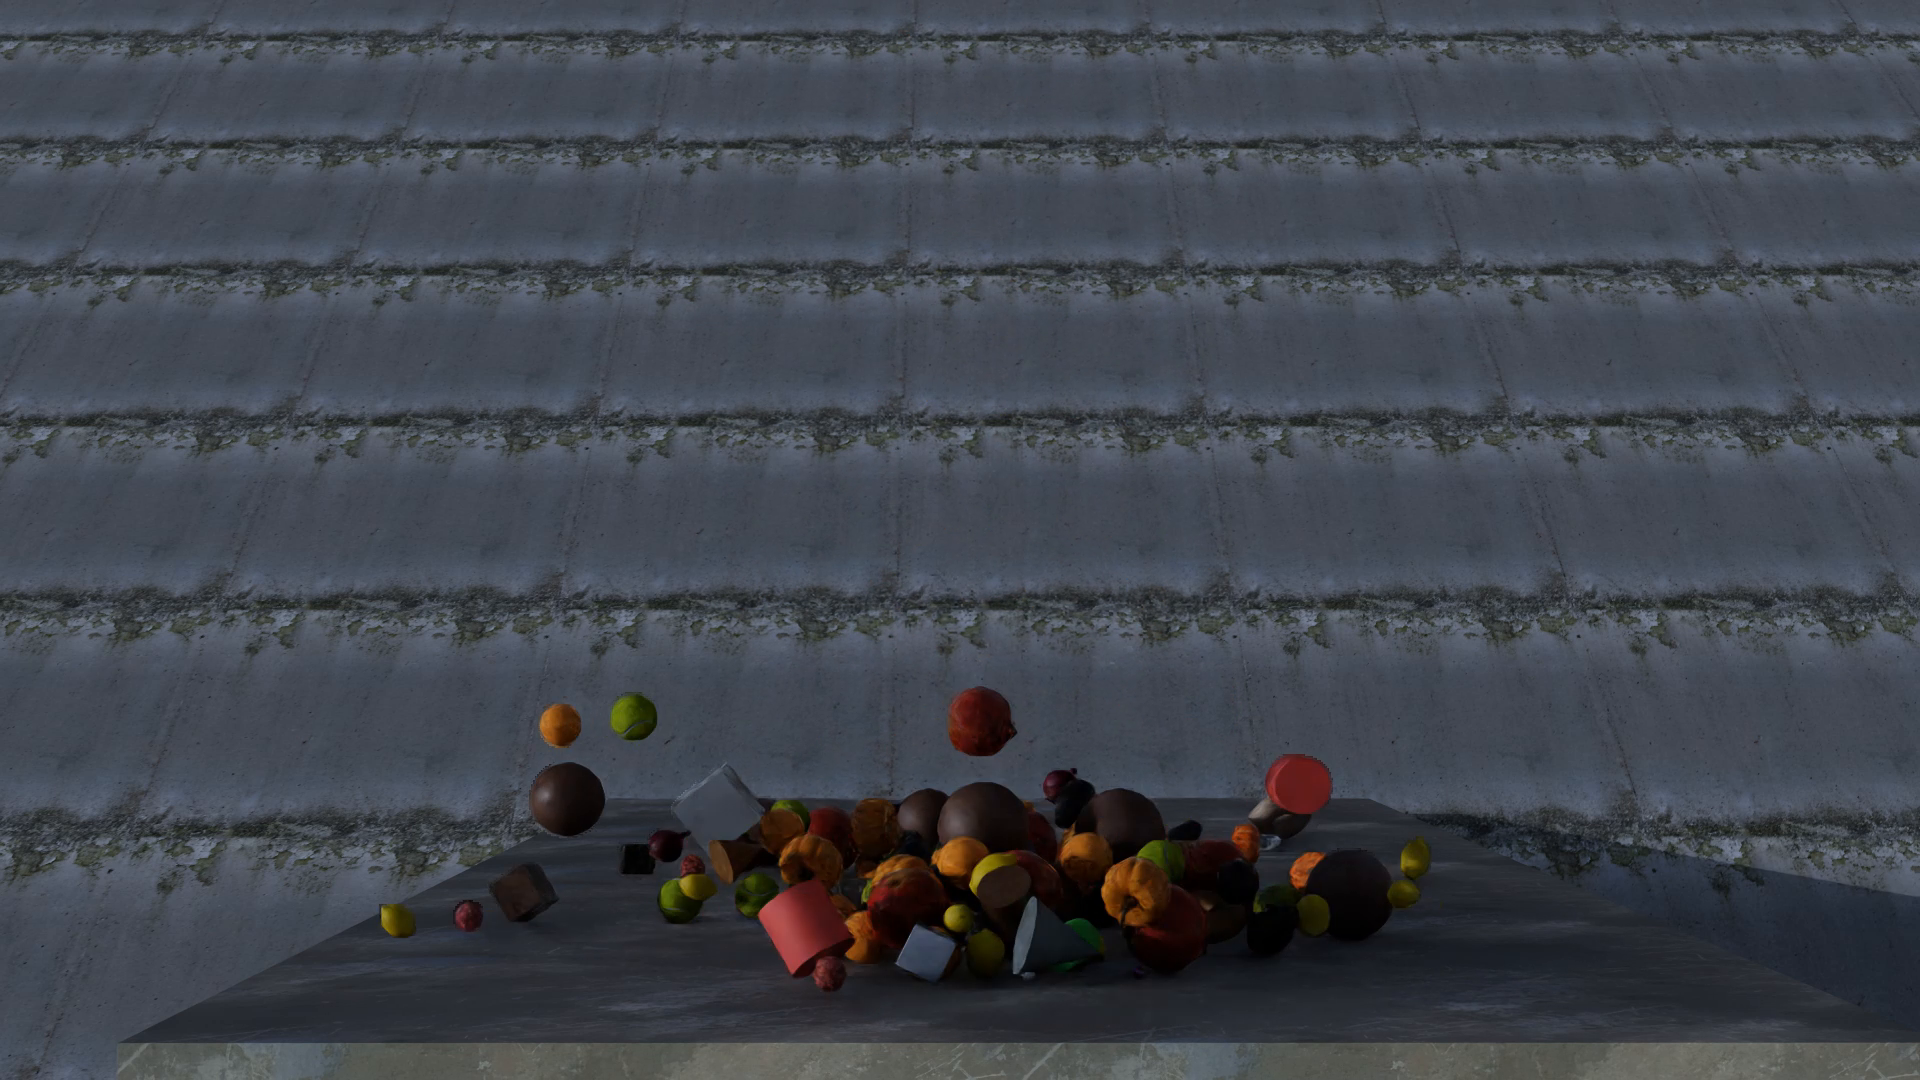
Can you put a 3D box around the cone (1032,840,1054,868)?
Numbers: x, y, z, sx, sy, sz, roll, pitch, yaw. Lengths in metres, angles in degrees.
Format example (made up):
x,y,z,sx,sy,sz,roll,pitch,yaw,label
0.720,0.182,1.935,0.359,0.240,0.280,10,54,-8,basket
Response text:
x,y,z,sx,sy,sz,roll,pitch,yaw,label
0.146,0.587,4.859,0.053,0.053,0.053,5,-6,6,cone

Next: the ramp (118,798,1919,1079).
x,y,z,sx,sy,sz,roll,pitch,yaw,label
0.078,0.666,4.842,2.000,0.100,4.000,0,-2,0,ramp

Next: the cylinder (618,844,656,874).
x,y,z,sx,sy,sz,roll,pitch,yaw,label
-0.588,0.580,4.727,0.054,0.054,0.054,4,32,-21,cylinder

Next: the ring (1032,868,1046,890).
x,y,z,sx,sy,sz,roll,pitch,yaw,label
0.083,0.582,4.450,0.131,0.044,0.131,-1,-2,0,ring

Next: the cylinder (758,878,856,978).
x,y,z,sx,sy,sz,roll,pitch,yaw,label
-0.198,0.500,3.346,0.092,0.092,0.092,-22,69,-28,cylinder

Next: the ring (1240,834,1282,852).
x,y,z,sx,sy,sz,roll,pitch,yaw,label
0.609,0.613,5.256,0.084,0.028,0.084,-6,-3,0,ring

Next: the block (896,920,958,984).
x,y,z,sx,sy,sz,roll,pitch,yaw,label
-0.041,0.522,3.290,0.058,0.058,0.058,26,-2,4,block

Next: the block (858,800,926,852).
x,y,z,sx,sy,sz,roll,pitch,yaw,label
-0.138,0.581,5.283,0.098,0.098,0.098,1,-2,-37,block

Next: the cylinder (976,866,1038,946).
x,y,z,sx,sy,sz,roll,pitch,yaw,label
0.067,0.475,3.376,0.073,0.073,0.073,-13,37,10,cylinder

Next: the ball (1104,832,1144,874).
x,y,z,sx,sy,sz,roll,pitch,yaw,label
0.303,0.576,4.786,0.075,0.075,0.075,0,35,0,ball

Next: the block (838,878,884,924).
x,y,z,sx,sy,sz,roll,pitch,yaw,label
-0.154,0.556,4.002,0.065,0.065,0.065,0,-2,-7,block

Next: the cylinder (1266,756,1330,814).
x,y,z,sx,sy,sz,roll,pitch,yaw,label
0.560,0.406,4.310,0.093,0.093,0.093,-2,-2,-3,cylinder

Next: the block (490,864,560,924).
x,y,z,sx,sy,sz,roll,pitch,yaw,label
-0.664,0.539,3.963,0.064,0.064,0.064,-34,76,7,block

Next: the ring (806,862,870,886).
x,y,z,sx,sy,sz,roll,pitch,yaw,label
-0.216,0.589,4.590,0.111,0.037,0.111,0,-3,0,ring

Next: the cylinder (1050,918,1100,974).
x,y,z,sx,sy,sz,roll,pitch,yaw,label
0.141,0.520,3.335,0.057,0.057,0.057,26,25,32,cylinder

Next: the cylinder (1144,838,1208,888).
x,y,z,sx,sy,sz,roll,pitch,yaw,label
0.374,0.559,4.493,0.082,0.082,0.082,5,31,-26,cylinder

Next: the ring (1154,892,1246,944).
x,y,z,sx,sy,sz,roll,pitch,yaw,label
0.334,0.526,3.619,0.130,0.043,0.130,-5,13,1,ring

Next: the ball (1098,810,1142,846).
x,y,z,sx,sy,sz,roll,pitch,yaw,label
0.319,0.584,5.195,0.086,0.086,0.086,0,35,0,ball

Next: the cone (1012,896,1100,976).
x,y,z,sx,sy,sz,roll,pitch,yaw,label
0.127,0.498,3.196,0.100,0.100,0.100,15,34,-8,cone

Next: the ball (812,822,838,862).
x,y,z,sx,sy,sz,roll,pitch,yaw,label
-0.238,0.575,4.897,0.085,0.085,0.085,0,35,0,ball

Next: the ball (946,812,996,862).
x,y,z,sx,sy,sz,roll,pitch,yaw,label
0.019,0.517,4.526,0.088,0.088,0.088,0,35,0,ball

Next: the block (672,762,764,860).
x,y,z,sx,sy,sz,roll,pitch,yaw,label
-0.367,0.411,3.952,0.095,0.095,0.095,-38,2,2,block

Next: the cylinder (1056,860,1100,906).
x,y,z,sx,sy,sz,roll,pitch,yaw,label
0.191,0.558,4.229,0.069,0.069,0.069,4,-8,1,cylinder
